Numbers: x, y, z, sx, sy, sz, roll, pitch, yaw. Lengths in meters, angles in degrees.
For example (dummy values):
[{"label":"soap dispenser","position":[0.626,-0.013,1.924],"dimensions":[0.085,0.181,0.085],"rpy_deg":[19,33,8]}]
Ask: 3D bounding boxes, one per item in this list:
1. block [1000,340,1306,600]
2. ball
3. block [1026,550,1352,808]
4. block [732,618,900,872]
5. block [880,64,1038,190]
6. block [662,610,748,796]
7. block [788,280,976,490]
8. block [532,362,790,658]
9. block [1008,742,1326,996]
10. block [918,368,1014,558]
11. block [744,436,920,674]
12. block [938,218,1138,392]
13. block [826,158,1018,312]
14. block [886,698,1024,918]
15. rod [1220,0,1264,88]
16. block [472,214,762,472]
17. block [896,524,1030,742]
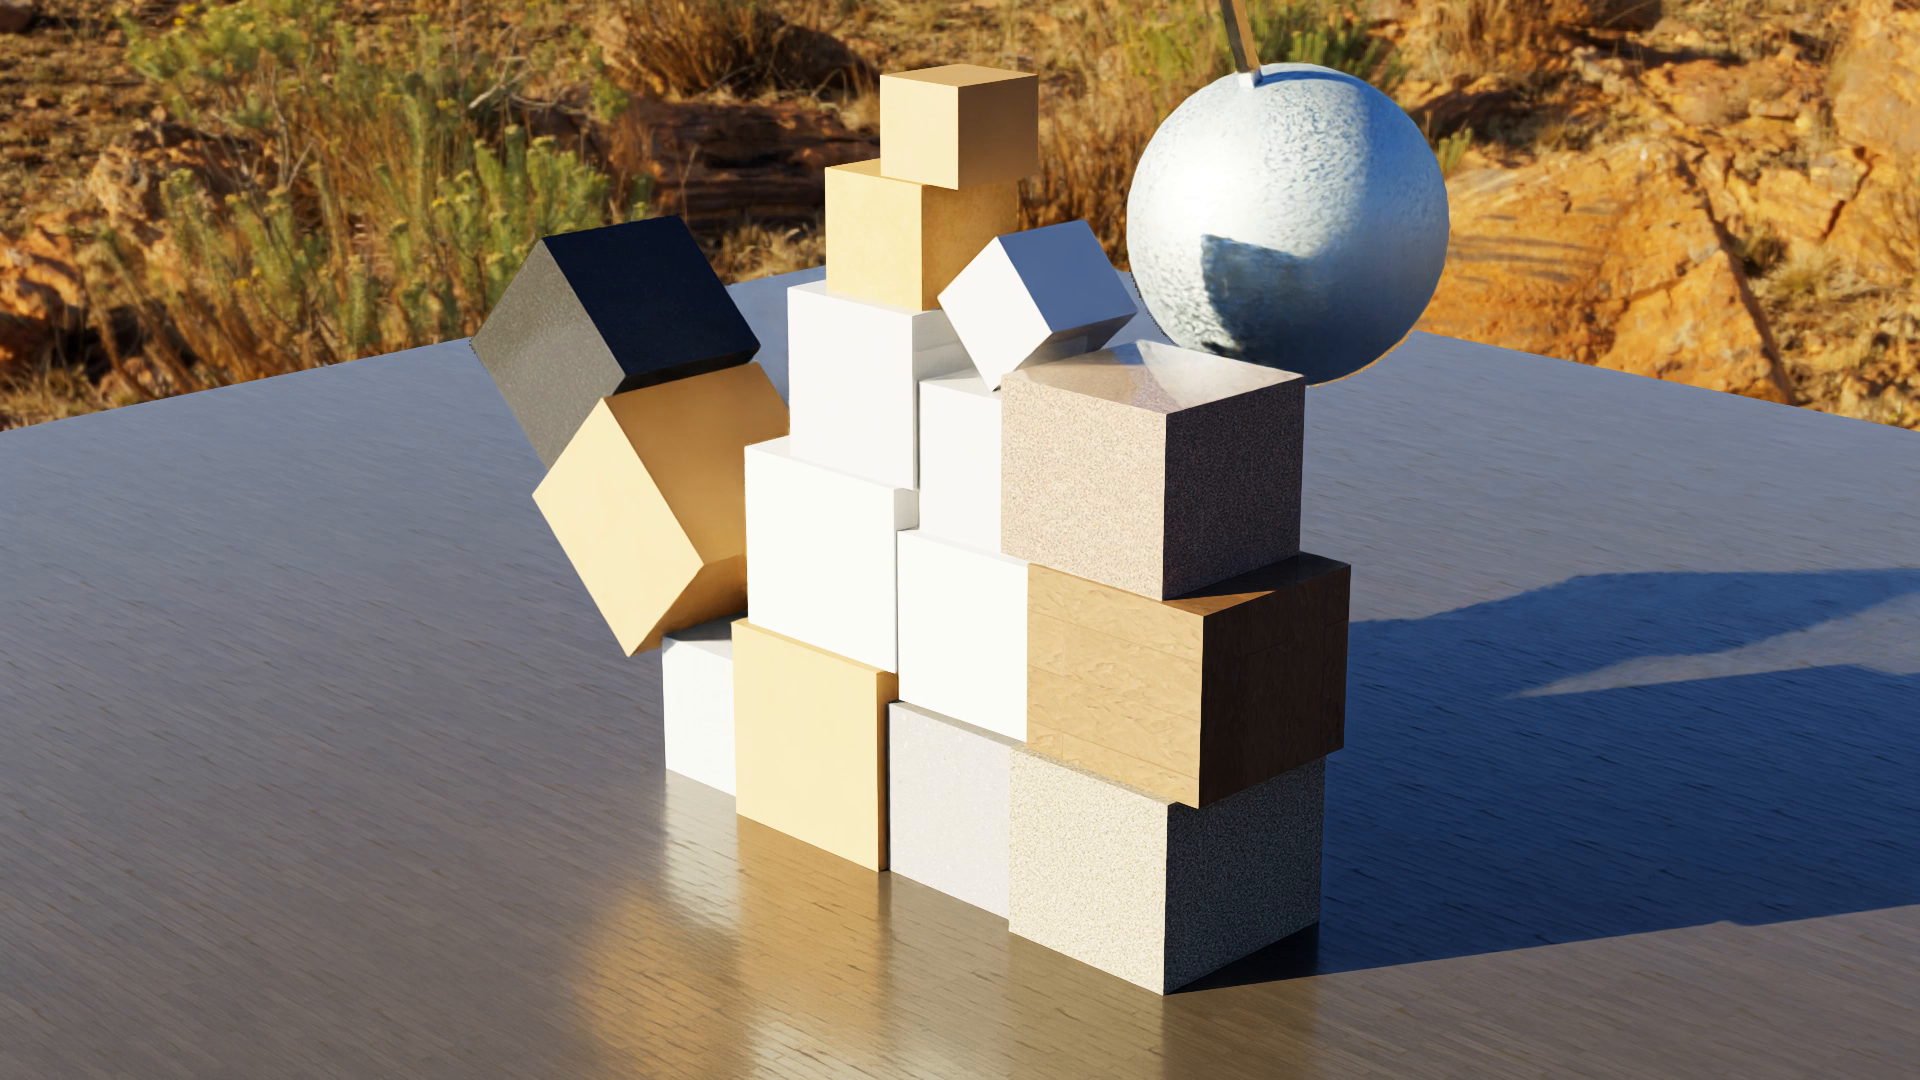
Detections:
[{"label":"block","position":[0.811,-0.317,12.408],"dimensions":[0.888,0.785,0.915],"rpy_deg":[-17,24,-42]},{"label":"ball","position":[1.623,-1.559,14.553],"dimensions":[1.600,1.600,1.600],"rpy_deg":[0,17,0]},{"label":"block","position":[0.968,0.498,12.510],"dimensions":[0.960,0.830,0.973],"rpy_deg":[-17,24,-42]},{"label":"block","position":[-0.384,0.854,14.004],"dimensions":[0.975,0.973,0.993],"rpy_deg":[-17,24,-42]},{"label":"block","position":[-0.002,-1.807,12.774],"dimensions":[0.496,0.438,0.475],"rpy_deg":[-17,24,-42]},{"label":"block","position":[-0.972,0.801,14.621],"dimensions":[0.682,0.705,0.737],"rpy_deg":[16,24,42]},{"label":"block","position":[-0.220,-0.761,13.338],"dimensions":[0.773,0.786,0.805],"rpy_deg":[-17,24,-42]},{"label":"block","position":[-1.333,-0.163,14.703],"dimensions":[1.016,0.853,0.996],"rpy_deg":[-17,68,-43]},{"label":"block","position":[0.903,1.291,12.803],"dimensions":[1.048,0.859,0.898],"rpy_deg":[-17,24,-42]},{"label":"block","position":[0.258,-0.380,12.933],"dimensions":[0.673,0.683,0.569],"rpy_deg":[-17,23,-42]},{"label":"block","position":[-0.343,-0.007,13.687],"dimensions":[0.858,0.861,0.996],"rpy_deg":[-17,24,-42]},{"label":"block","position":[0.338,-1.018,12.682],"dimensions":[0.552,0.487,0.478],"rpy_deg":[-17,-18,-42]},{"label":"block","position":[-0.173,-1.388,13.095],"dimensions":[0.595,0.554,0.610],"rpy_deg":[-17,24,-42]},{"label":"block","position":[0.287,1.121,13.411],"dimensions":[0.900,0.819,0.847],"rpy_deg":[-17,24,-42]},{"label":"rod","position":[0.703,-4.280,12.734],"dimensions":[0.080,5.200,0.080],"rpy_deg":[17,46,42]},{"label":"block","position":[-1.746,-0.990,14.853],"dimensions":[0.889,0.868,0.853],"rpy_deg":[-17,68,-44]},{"label":"block","position":[0.303,0.334,13.116],"dimensions":[0.820,0.791,0.823],"rpy_deg":[-17,23,-42]}]
